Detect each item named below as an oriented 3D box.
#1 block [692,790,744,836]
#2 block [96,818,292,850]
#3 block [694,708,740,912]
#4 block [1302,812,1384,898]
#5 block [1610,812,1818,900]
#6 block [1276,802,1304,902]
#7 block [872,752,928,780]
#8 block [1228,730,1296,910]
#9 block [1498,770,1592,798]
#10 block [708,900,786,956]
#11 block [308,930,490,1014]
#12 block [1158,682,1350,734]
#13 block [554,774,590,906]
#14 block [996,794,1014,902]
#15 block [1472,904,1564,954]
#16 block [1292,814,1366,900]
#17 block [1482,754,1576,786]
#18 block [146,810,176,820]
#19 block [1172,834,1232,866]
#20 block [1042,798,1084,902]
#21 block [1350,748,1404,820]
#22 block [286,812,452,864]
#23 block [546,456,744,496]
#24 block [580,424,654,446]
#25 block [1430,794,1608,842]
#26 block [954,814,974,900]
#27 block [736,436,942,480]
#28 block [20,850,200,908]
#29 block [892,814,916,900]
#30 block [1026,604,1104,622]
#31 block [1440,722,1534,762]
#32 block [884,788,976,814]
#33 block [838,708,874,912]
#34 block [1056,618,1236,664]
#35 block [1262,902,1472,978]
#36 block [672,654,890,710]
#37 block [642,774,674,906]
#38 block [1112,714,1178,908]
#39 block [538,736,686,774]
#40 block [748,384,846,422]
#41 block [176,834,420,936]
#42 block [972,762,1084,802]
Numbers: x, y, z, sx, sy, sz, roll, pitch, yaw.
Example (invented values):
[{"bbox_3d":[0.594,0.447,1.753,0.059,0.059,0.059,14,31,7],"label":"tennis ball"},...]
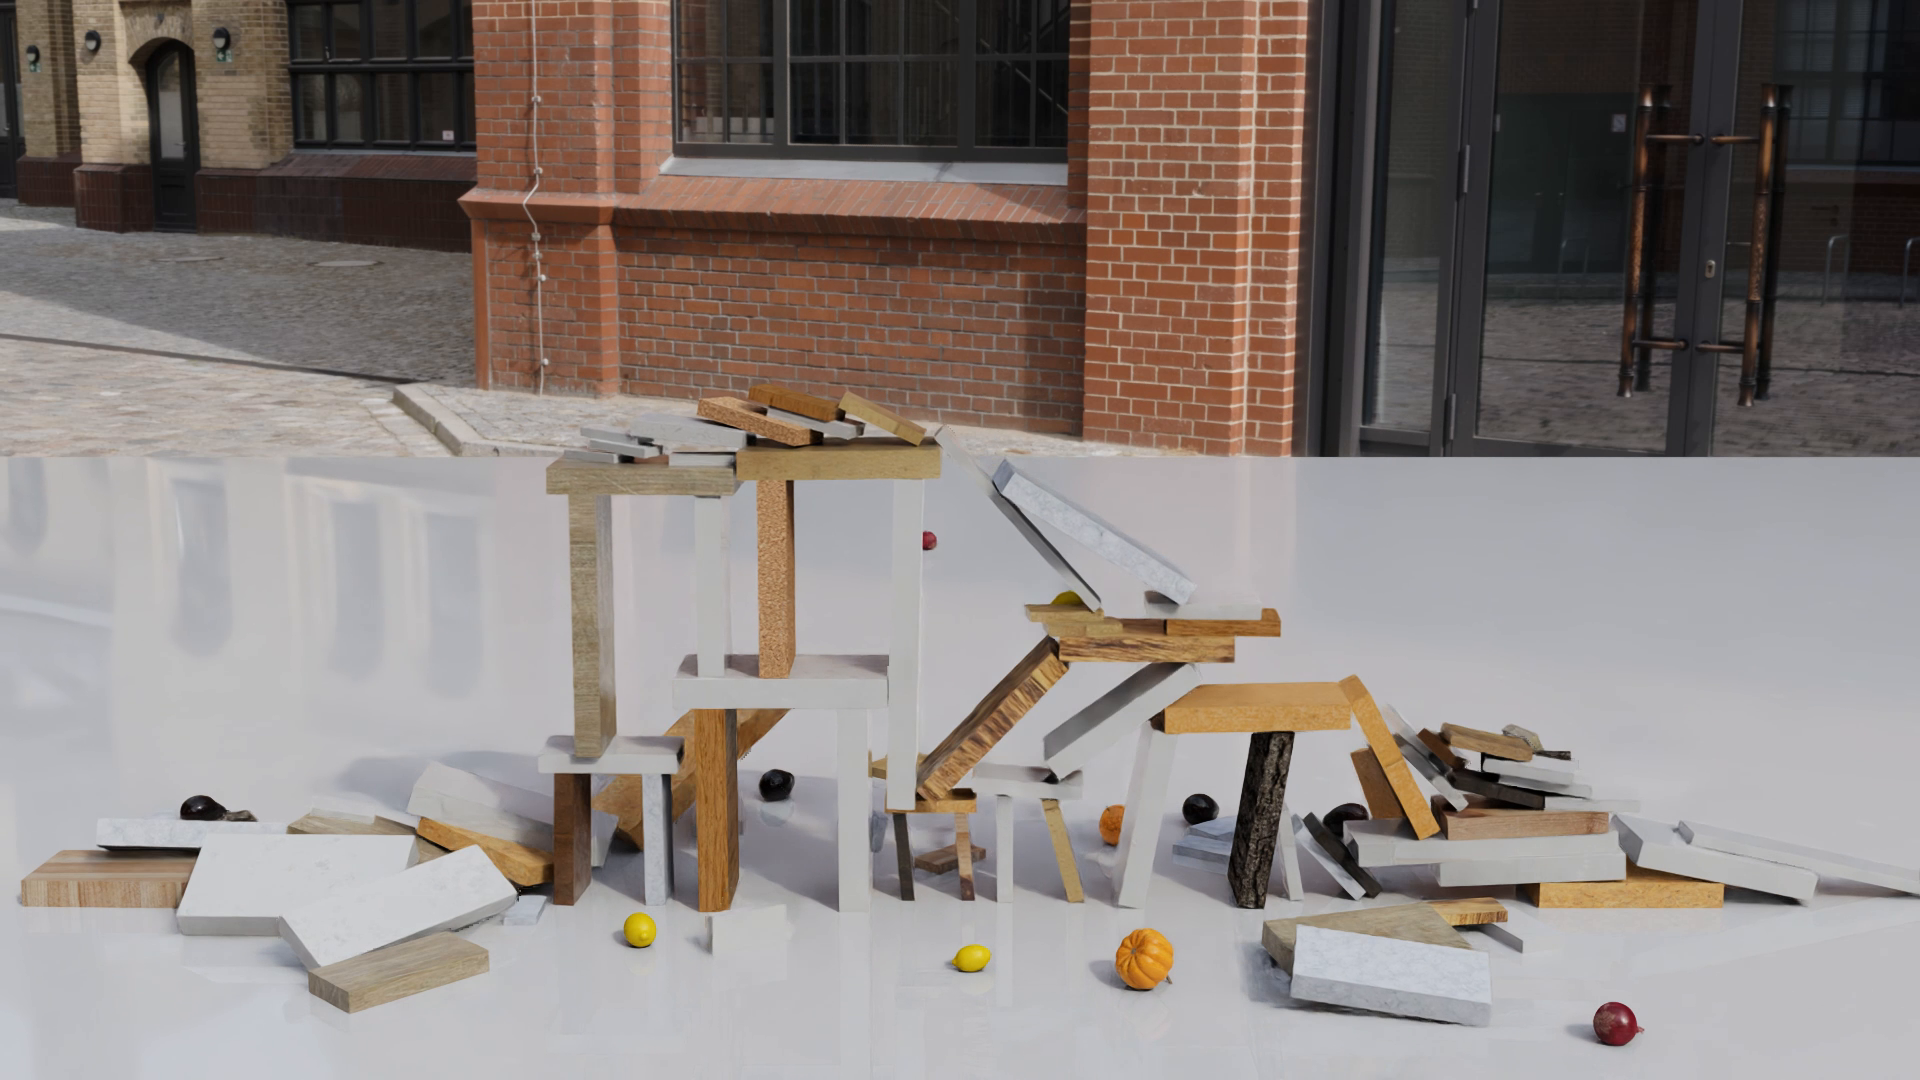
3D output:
[{"bbox_3d":[-0.446,0.504,4.059,0.092,0.026,0.184,-1,11,-5],"label":"block"},{"bbox_3d":[-1.293,0.510,3.761,0.315,0.045,0.157,2,-13,-7],"label":"block"},{"bbox_3d":[-0.401,0.423,3.634,0.048,0.342,0.171,0,11,0],"label":"block"},{"bbox_3d":[0.636,0.523,3.656,0.022,0.155,0.077,-43,19,7],"label":"block"},{"bbox_3d":[1.250,0.526,3.662,0.301,0.043,0.150,12,10,-4],"label":"block"},{"bbox_3d":[0.543,0.513,3.657,0.022,0.155,0.077,-10,10,2],"label":"block"},{"bbox_3d":[-0.123,0.448,4.379,0.068,0.019,0.136,8,13,36],"label":"block"},{"bbox_3d":[0.497,0.442,3.641,0.042,0.298,0.149,8,10,-2],"label":"block"},{"bbox_3d":[0.964,0.393,3.620,0.148,0.021,0.074,8,12,14],"label":"block"},{"bbox_3d":[-0.331,0.604,3.423,0.125,0.063,0.018,-6,12,-29],"label":"block"},{"bbox_3d":[-0.837,0.644,3.286,0.235,0.033,0.117,-10,15,-44],"label":"block"},{"bbox_3d":[0.479,0.274,3.608,0.298,0.042,0.149,-1,11,0],"label":"block"},{"bbox_3d":[-0.642,0.479,3.647,0.032,0.225,0.112,3,11,5],"label":"block"},{"bbox_3d":[0.074,0.501,3.653,0.026,0.181,0.090,0,11,0],"label":"block"},{"bbox_3d":[0.878,0.614,3.480,0.075,0.021,0.149,-4,11,-21],"label":"block"},{"bbox_3d":[0.609,0.527,3.660,0.022,0.155,0.077,-43,8,7],"label":"block"},{"bbox_3d":[0.935,0.372,3.610,0.144,0.020,0.072,8,12,16],"label":"block"},{"bbox_3d":[-1.461,0.517,4.021,0.052,0.015,0.103,-4,11,-21],"label":"block"},{"bbox_3d":[0.444,0.545,3.860,0.127,0.018,0.063,7,13,34],"label":"block"},{"bbox_3d":[0.169,0.501,3.653,0.026,0.181,0.090,-15,10,3],"label":"block"},{"bbox_3d":[0.749,0.452,3.853,0.026,0.183,0.091,-18,-2,-25],"label":"block"},{"bbox_3d":[-0.949,0.523,3.680,0.315,0.045,0.158,16,11,7],"label":"block"},{"bbox_3d":[-0.503,-0.105,3.534,0.296,0.042,0.148,0,11,1],"label":"block"},{"bbox_3d":[-0.554,-0.171,3.558,0.105,0.015,0.053,10,12,22],"label":"block"},{"bbox_3d":[0.924,0.453,3.641,0.262,0.037,0.131,-3,11,0],"label":"block"},{"bbox_3d":[0.007,0.515,3.658,0.021,0.149,0.075,-5,10,1],"label":"block"},{"bbox_3d":[-0.190,-0.132,3.530,0.320,0.045,0.160,0,11,1],"label":"block"},{"bbox_3d":[-1.250,0.567,3.673,0.572,0.045,0.158,0,11,2],"label":"block"},{"bbox_3d":[-0.093,0.515,3.657,0.021,0.149,0.075,-5,10,1],"label":"block"},{"bbox_3d":[0.169,0.119,3.571,0.120,0.017,0.060,-1,10,-7],"label":"block"},{"bbox_3d":[0.867,0.333,3.622,0.139,0.020,0.069,12,12,-3],"label":"block"},{"bbox_3d":[-0.048,0.431,3.641,0.149,0.021,0.075,0,11,0],"label":"block"},{"bbox_3d":[-0.172,0.423,3.634,0.048,0.342,0.171,0,11,0],"label":"block"},{"bbox_3d":[0.300,0.163,3.586,0.280,0.040,0.140,1,11,1],"label":"block"},{"bbox_3d":[0.619,0.617,3.355,0.280,0.040,0.140,-3,20,-17],"label":"block"},{"bbox_3d":[-0.287,0.231,3.598,0.342,0.048,0.171,0,11,0],"label":"block"},{"bbox_3d":[-0.500,0.480,3.647,0.032,0.225,0.113,0,11,0],"label":"block"},{"bbox_3d":[0.305,0.442,3.642,0.042,0.298,0.149,10,10,-2],"label":"block"},{"bbox_3d":[-0.572,0.353,3.623,0.225,0.032,0.113,0,11,0],"label":"block"},{"bbox_3d":[-0.260,-0.221,3.526,0.142,0.020,0.071,16,13,15],"label":"block"},{"bbox_3d":[-1.056,0.552,3.522,0.340,0.048,0.170,0,41,2],"label":"block"},{"bbox_3d":[0.111,0.398,3.621,0.181,0.026,0.090,5,11,0],"label":"block"}]
